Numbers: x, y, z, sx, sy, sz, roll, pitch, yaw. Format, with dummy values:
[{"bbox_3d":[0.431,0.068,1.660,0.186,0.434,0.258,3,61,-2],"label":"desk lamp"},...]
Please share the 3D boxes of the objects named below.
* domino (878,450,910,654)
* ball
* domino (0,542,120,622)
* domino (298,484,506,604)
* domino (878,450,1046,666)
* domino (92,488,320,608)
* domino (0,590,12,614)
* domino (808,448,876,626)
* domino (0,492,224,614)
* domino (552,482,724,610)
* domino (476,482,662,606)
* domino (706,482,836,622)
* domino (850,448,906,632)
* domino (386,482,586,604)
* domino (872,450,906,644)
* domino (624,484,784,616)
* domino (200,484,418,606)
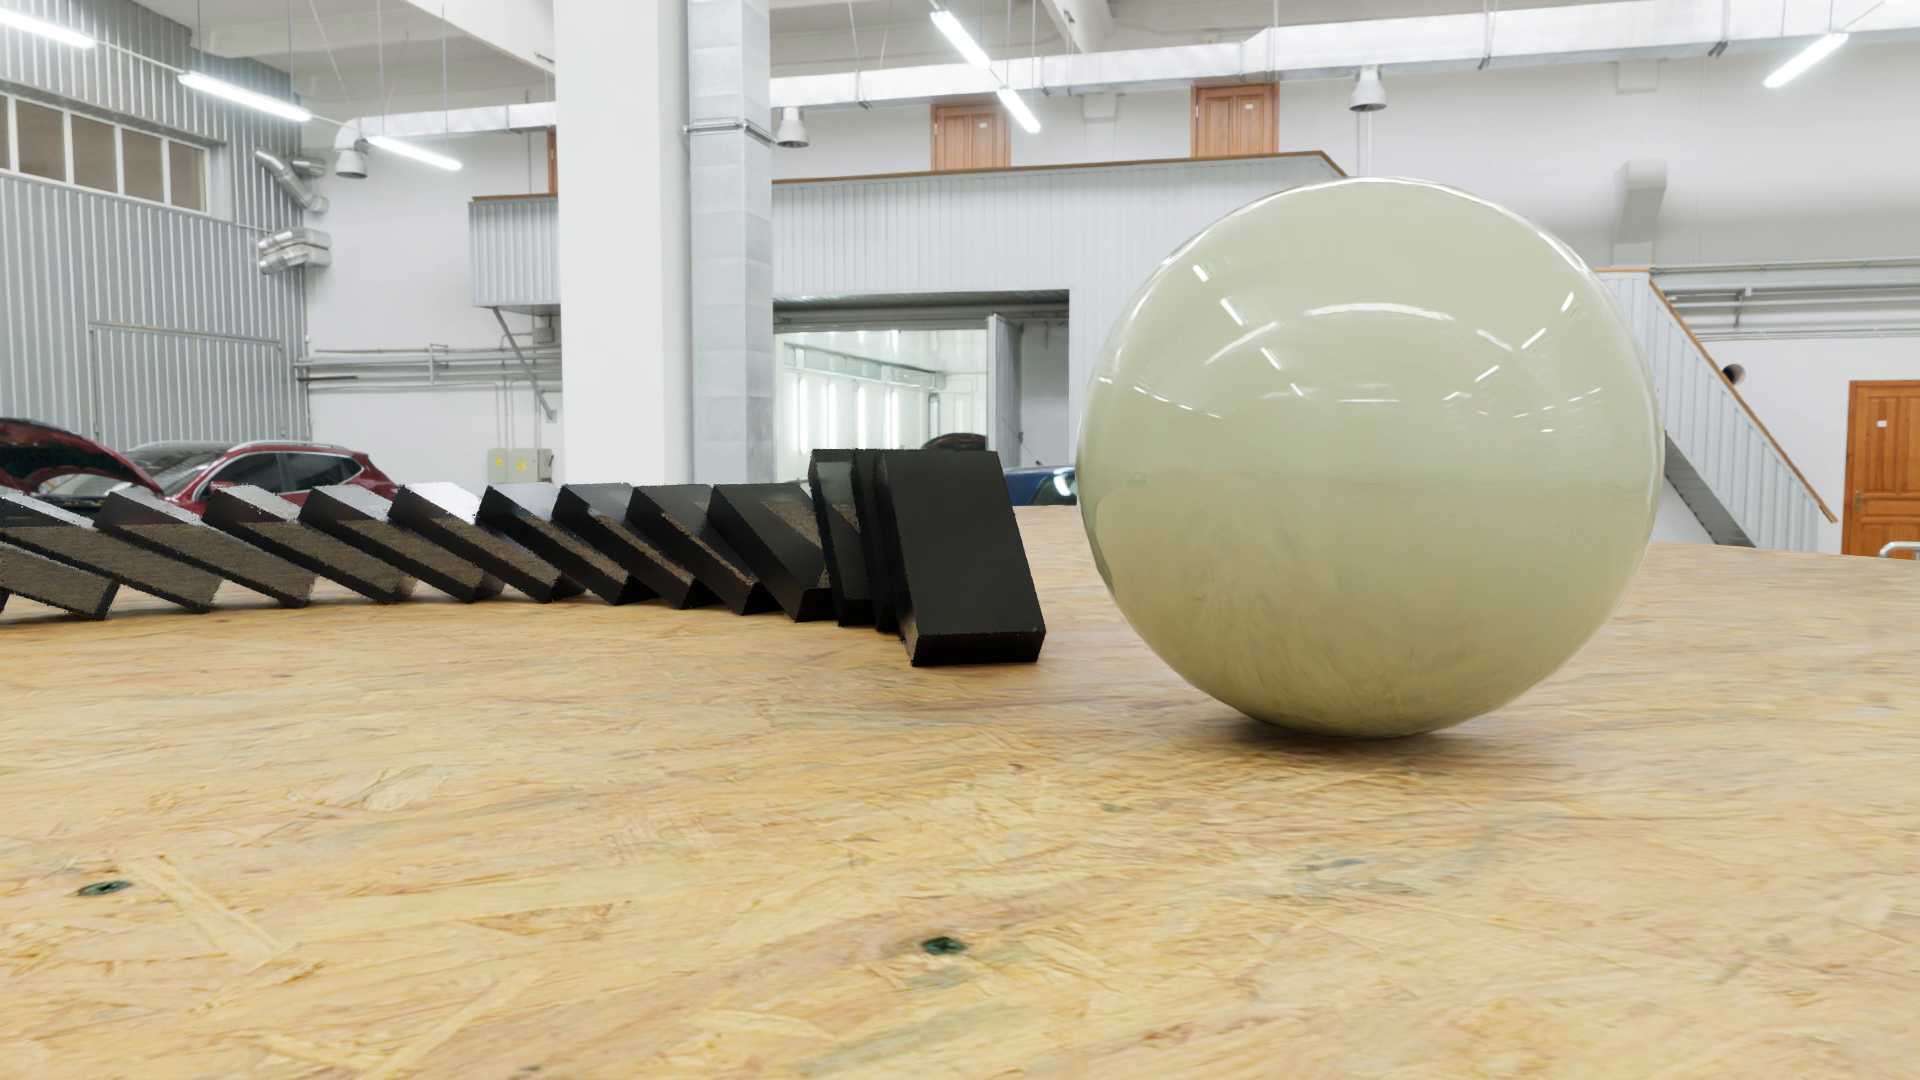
[{"bbox_3d":[-0.002,0.001,0.276,0.025,0.010,0.050,-1,47,-13],"label":"domino"},{"bbox_3d":[0.057,-0.011,0.186,0.080,0.080,0.080,0,4,0],"label":"ball"},{"bbox_3d":[-0.230,0.005,0.303,0.050,0.009,0.025,28,-15,-38],"label":"domino"},{"bbox_3d":[-0.151,0.001,0.352,0.050,0.010,0.025,27,4,-2],"label":"domino"},{"bbox_3d":[-0.001,0.002,0.262,0.025,0.010,0.050,-1,47,-13],"label":"domino"},{"bbox_3d":[-0.194,0.002,0.334,0.050,0.009,0.025,27,-6,-22],"label":"domino"},{"bbox_3d":[-0.240,0.006,0.278,0.025,0.009,0.050,3,-20,32],"label":"domino"},{"bbox_3d":[-0.021,-0.002,0.315,0.025,0.010,0.050,-1,47,-18],"label":"domino"},{"bbox_3d":[-0.213,0.003,0.322,0.050,0.009,0.025,27,-9,-27],"label":"domino"},{"bbox_3d":[-0.083,0.001,0.348,0.050,0.009,0.025,32,18,22],"label":"domino"},{"bbox_3d":[-0.105,0.000,0.354,0.050,0.009,0.025,30,14,16],"label":"domino"},{"bbox_3d":[-0.042,0.002,0.327,0.025,0.009,0.050,-3,34,-39],"label":"domino"},{"bbox_3d":[-0.010,-0.001,0.303,0.025,0.009,0.050,0,47,-15],"label":"domino"},{"bbox_3d":[-0.128,0.000,0.354,0.050,0.010,0.025,28,8,5],"label":"domino"},{"bbox_3d":[-0.004,0.000,0.289,0.025,0.009,0.050,-1,47,-14],"label":"domino"},{"bbox_3d":[-0.063,0.001,0.339,0.050,0.009,0.025,35,23,30],"label":"domino"},{"bbox_3d":[-0.173,0.001,0.346,0.050,0.010,0.025,27,0,-10],"label":"domino"}]
